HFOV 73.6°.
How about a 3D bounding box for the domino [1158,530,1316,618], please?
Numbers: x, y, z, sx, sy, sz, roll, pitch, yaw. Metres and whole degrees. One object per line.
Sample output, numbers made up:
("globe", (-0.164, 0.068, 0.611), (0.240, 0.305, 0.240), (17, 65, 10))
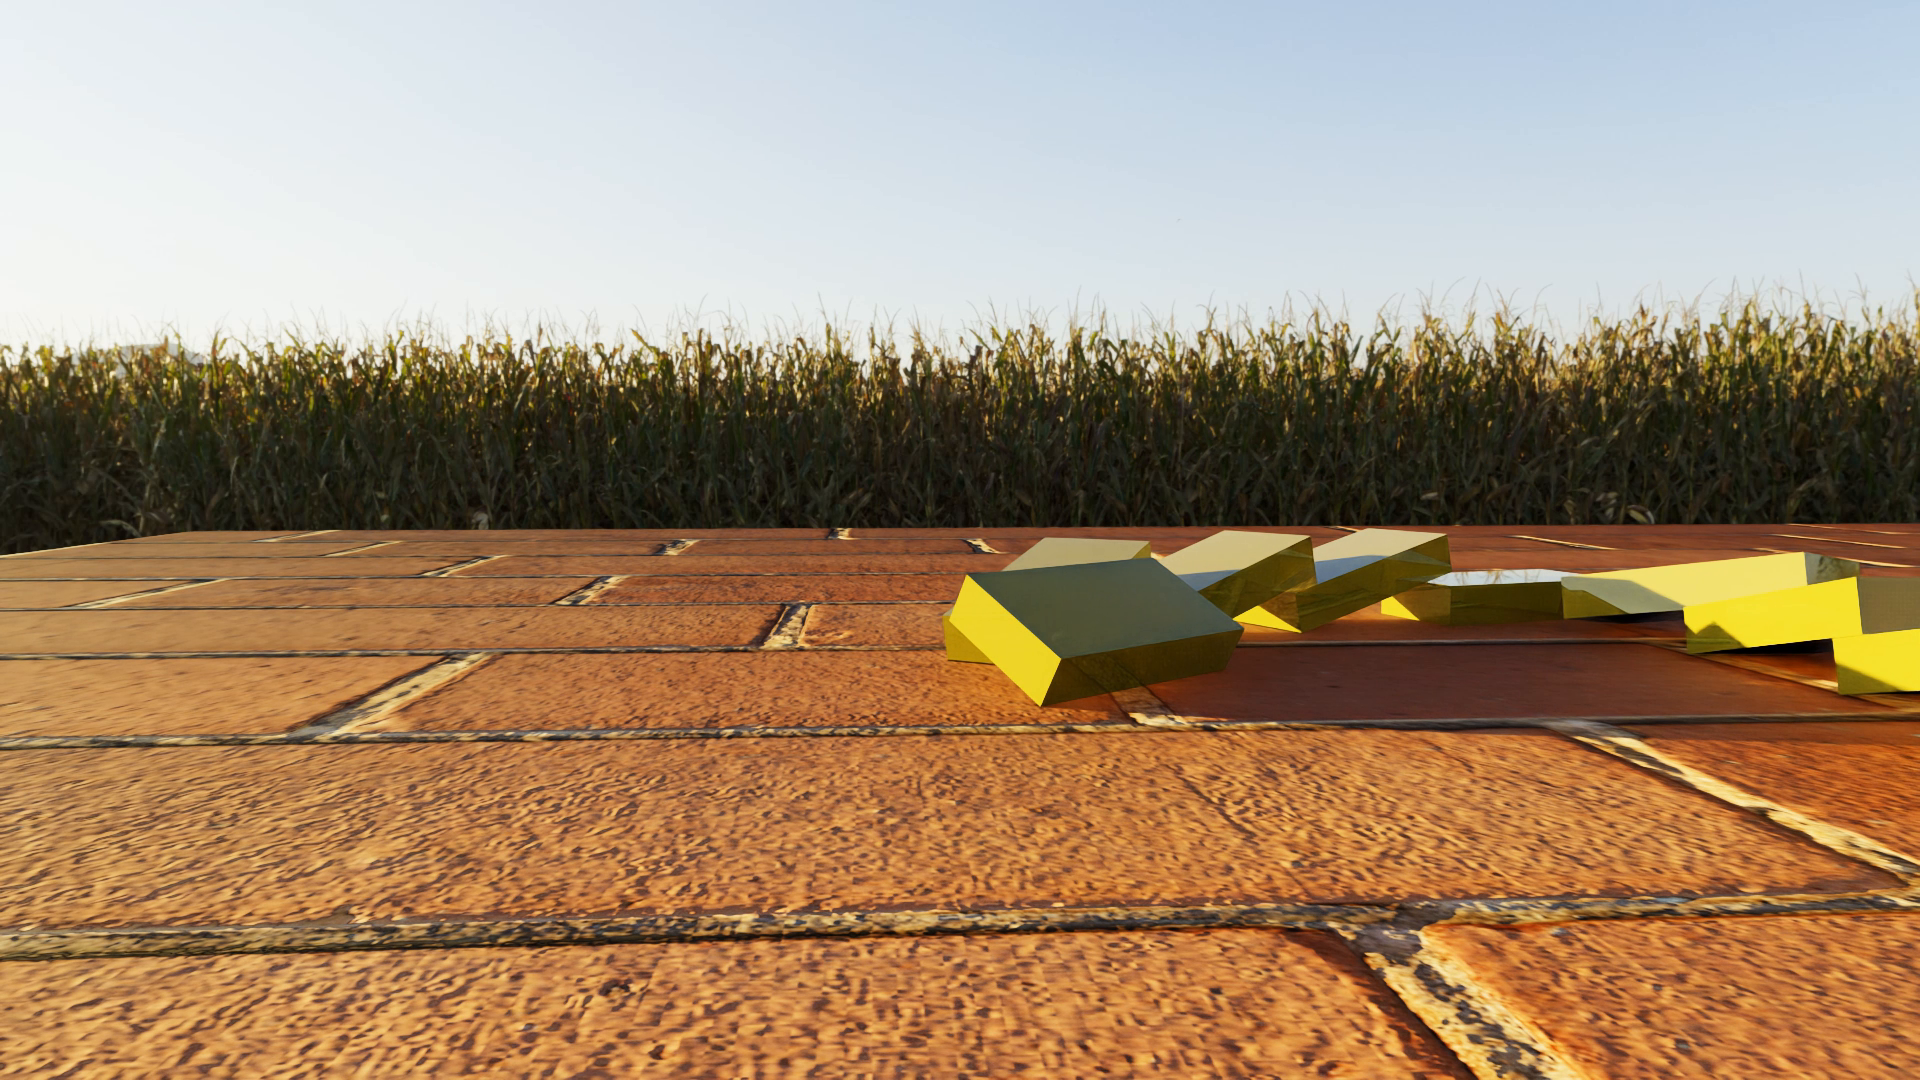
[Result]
("domino", (0.055, 0.010, 0.290), (0.050, 0.009, 0.025), (-21, 16, -36))

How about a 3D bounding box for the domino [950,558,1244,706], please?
("domino", (0.025, 0.015, 0.230), (0.050, 0.010, 0.025), (-4, 34, -42))

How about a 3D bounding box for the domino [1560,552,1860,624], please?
("domino", (0.161, 0.011, 0.277), (0.025, 0.009, 0.050), (6, -10, -34))

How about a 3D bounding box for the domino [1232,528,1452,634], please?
("domino", (0.091, 0.009, 0.309), (0.050, 0.009, 0.025), (-17, 12, -27))

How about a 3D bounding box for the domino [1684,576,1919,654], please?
("domino", (0.160, 0.015, 0.236), (0.025, 0.009, 0.050), (0, -9, -1))

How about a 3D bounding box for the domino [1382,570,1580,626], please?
("domino", (0.134, 0.014, 0.319), (0.050, 0.009, 0.025), (-1, 5, -19))

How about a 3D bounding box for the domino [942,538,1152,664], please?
("domino", (0.020, 0.012, 0.266), (0.025, 0.009, 0.050), (2, 19, 28))

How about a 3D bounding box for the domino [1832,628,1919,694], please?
("domino", (0.162, 0.018, 0.194), (0.025, 0.009, 0.050), (0, -9, -1))
